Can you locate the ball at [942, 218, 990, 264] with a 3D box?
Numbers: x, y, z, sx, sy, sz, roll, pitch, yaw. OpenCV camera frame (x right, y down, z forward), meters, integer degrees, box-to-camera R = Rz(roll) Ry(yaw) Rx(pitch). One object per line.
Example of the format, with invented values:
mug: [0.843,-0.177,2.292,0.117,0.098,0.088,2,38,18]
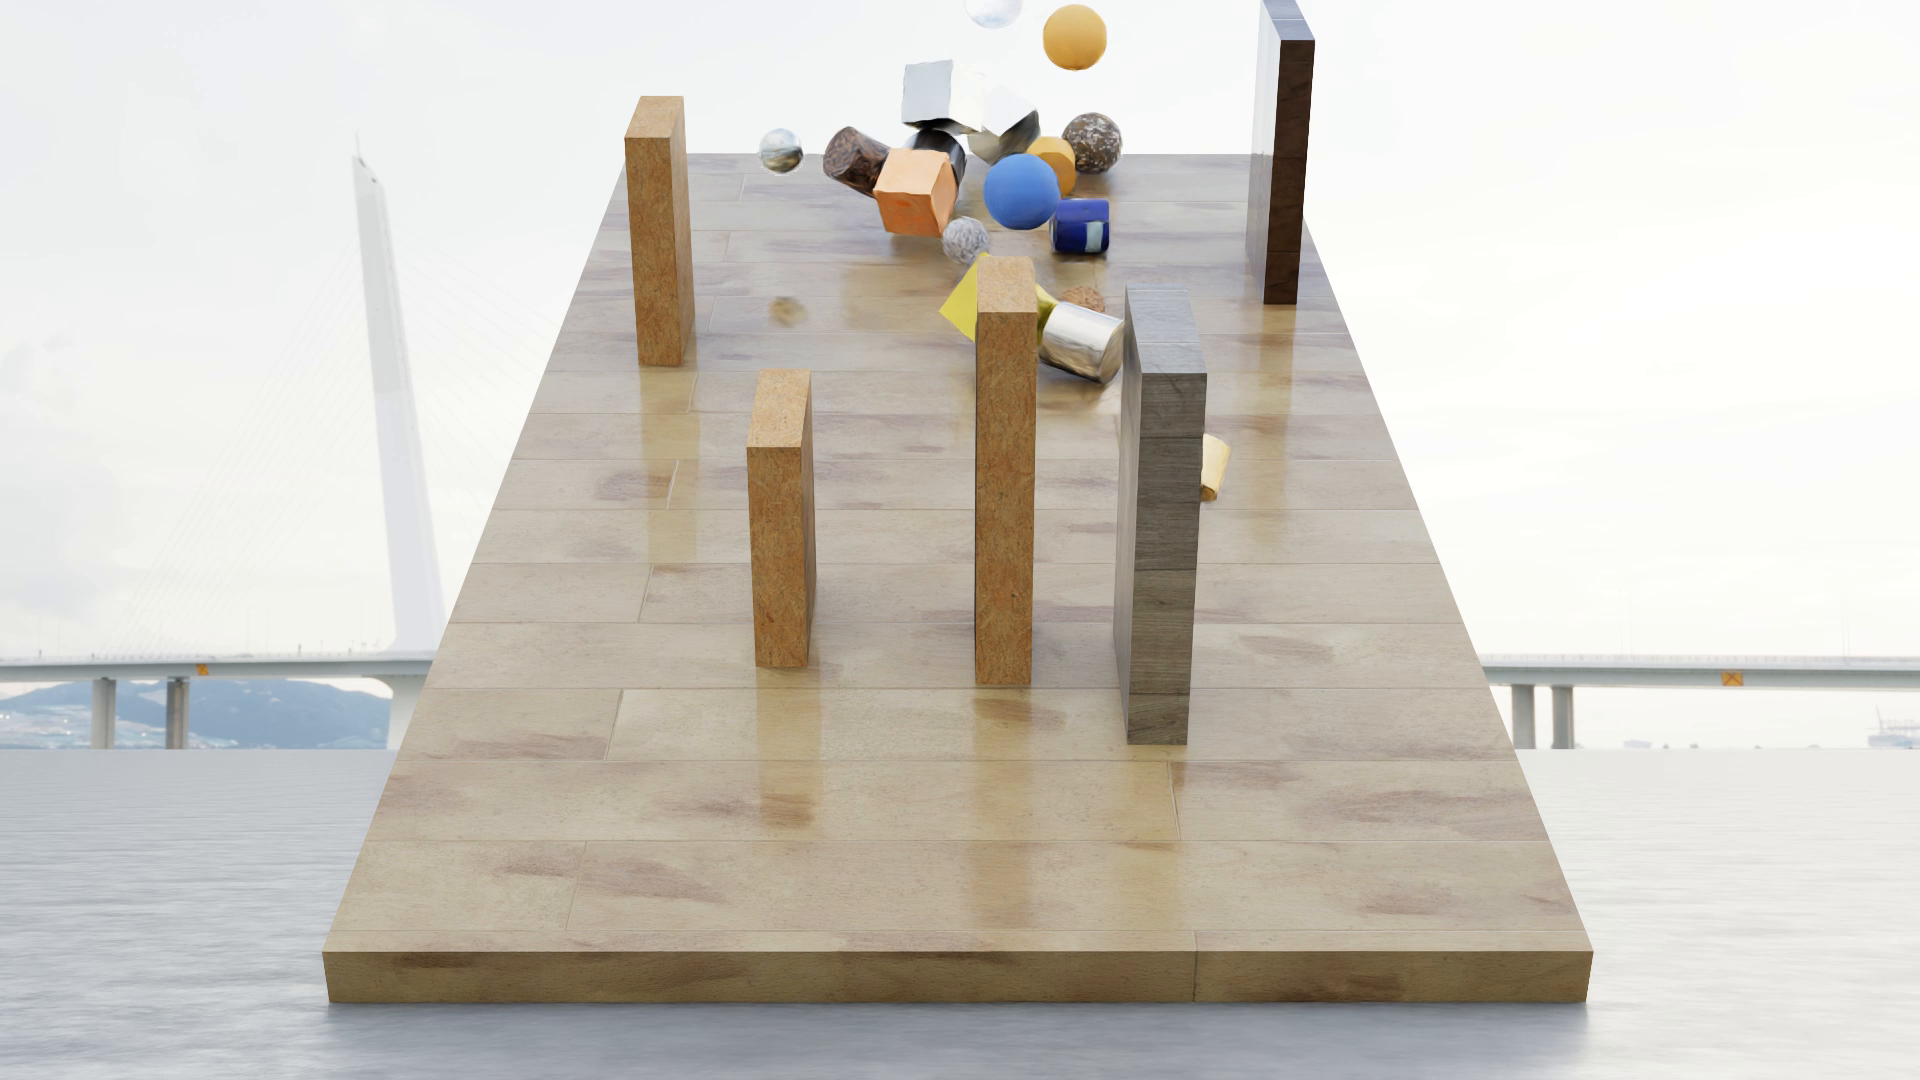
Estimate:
ball: [0.015,-0.790,6.275,0.125,0.125,0.125,0,-5,0]

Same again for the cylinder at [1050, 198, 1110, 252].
cylinder: [0.327,-0.860,6.495,0.146,0.146,0.146,-2,-5,-5]

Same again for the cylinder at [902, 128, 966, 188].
cylinder: [-0.091,-1.057,6.822,0.196,0.196,0.196,-1,27,8]

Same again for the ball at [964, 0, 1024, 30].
ball: [0.104,-1.661,7.281,0.190,0.190,0.190,0,-5,0]

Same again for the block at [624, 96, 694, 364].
block: [-0.734,-0.762,5.834,0.106,0.576,0.336,0,27,0]

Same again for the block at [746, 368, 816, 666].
block: [-0.340,-0.046,4.573,0.098,0.461,0.360,0,27,0]

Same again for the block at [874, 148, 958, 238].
block: [-0.118,-0.941,6.434,0.162,0.162,0.162,8,-35,19]

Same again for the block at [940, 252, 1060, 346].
block: [0.103,-0.554,5.726,0.179,0.179,0.179,43,15,26]

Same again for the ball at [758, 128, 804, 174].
ball: [-0.491,-1.069,6.528,0.124,0.124,0.124,0,-5,0]

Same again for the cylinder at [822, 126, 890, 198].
cylinder: [-0.274,-1.047,6.592,0.153,0.153,0.153,21,-18,-38]

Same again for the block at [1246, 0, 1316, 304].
block: [0.833,-1.020,6.210,0.087,0.699,0.424,0,27,0]

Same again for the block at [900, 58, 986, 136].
block: [-0.047,-1.273,6.857,0.171,0.171,0.171,0,-6,35]

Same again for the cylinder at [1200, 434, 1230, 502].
cylinder: [0.511,-0.154,5.077,0.110,0.110,0.110,17,-20,6]

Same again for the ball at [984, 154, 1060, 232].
ball: [0.164,-0.921,6.292,0.204,0.204,0.204,0,-5,0]

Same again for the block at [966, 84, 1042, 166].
block: [0.128,-1.228,7.095,0.158,0.158,0.158,39,-22,31]

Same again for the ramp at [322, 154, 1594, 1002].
ramp: [-0.011,-0.226,5.535,2.000,0.100,4.000,0,27,0]

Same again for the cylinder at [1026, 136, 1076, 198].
cylinder: [0.264,-1.086,6.933,0.148,0.148,0.148,0,27,2]

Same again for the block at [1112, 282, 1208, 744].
block: [0.355,-0.049,4.292,0.108,0.727,0.414,0,27,0]

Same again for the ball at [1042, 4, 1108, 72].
ball: [0.346,-1.509,7.137,0.199,0.199,0.199,0,-5,0]

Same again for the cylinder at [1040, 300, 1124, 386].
cylinder: [0.299,-0.473,5.704,0.160,0.160,0.160,21,3,21]

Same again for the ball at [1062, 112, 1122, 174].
ball: [0.392,-1.179,7.065,0.184,0.184,0.184,0,-5,0]

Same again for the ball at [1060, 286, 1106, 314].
ball: [0.306,-0.582,5.989,0.120,0.120,0.120,0,-5,0]

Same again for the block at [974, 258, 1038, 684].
block: [0.082,-0.124,4.412,0.104,0.749,0.271,0,27,0]
